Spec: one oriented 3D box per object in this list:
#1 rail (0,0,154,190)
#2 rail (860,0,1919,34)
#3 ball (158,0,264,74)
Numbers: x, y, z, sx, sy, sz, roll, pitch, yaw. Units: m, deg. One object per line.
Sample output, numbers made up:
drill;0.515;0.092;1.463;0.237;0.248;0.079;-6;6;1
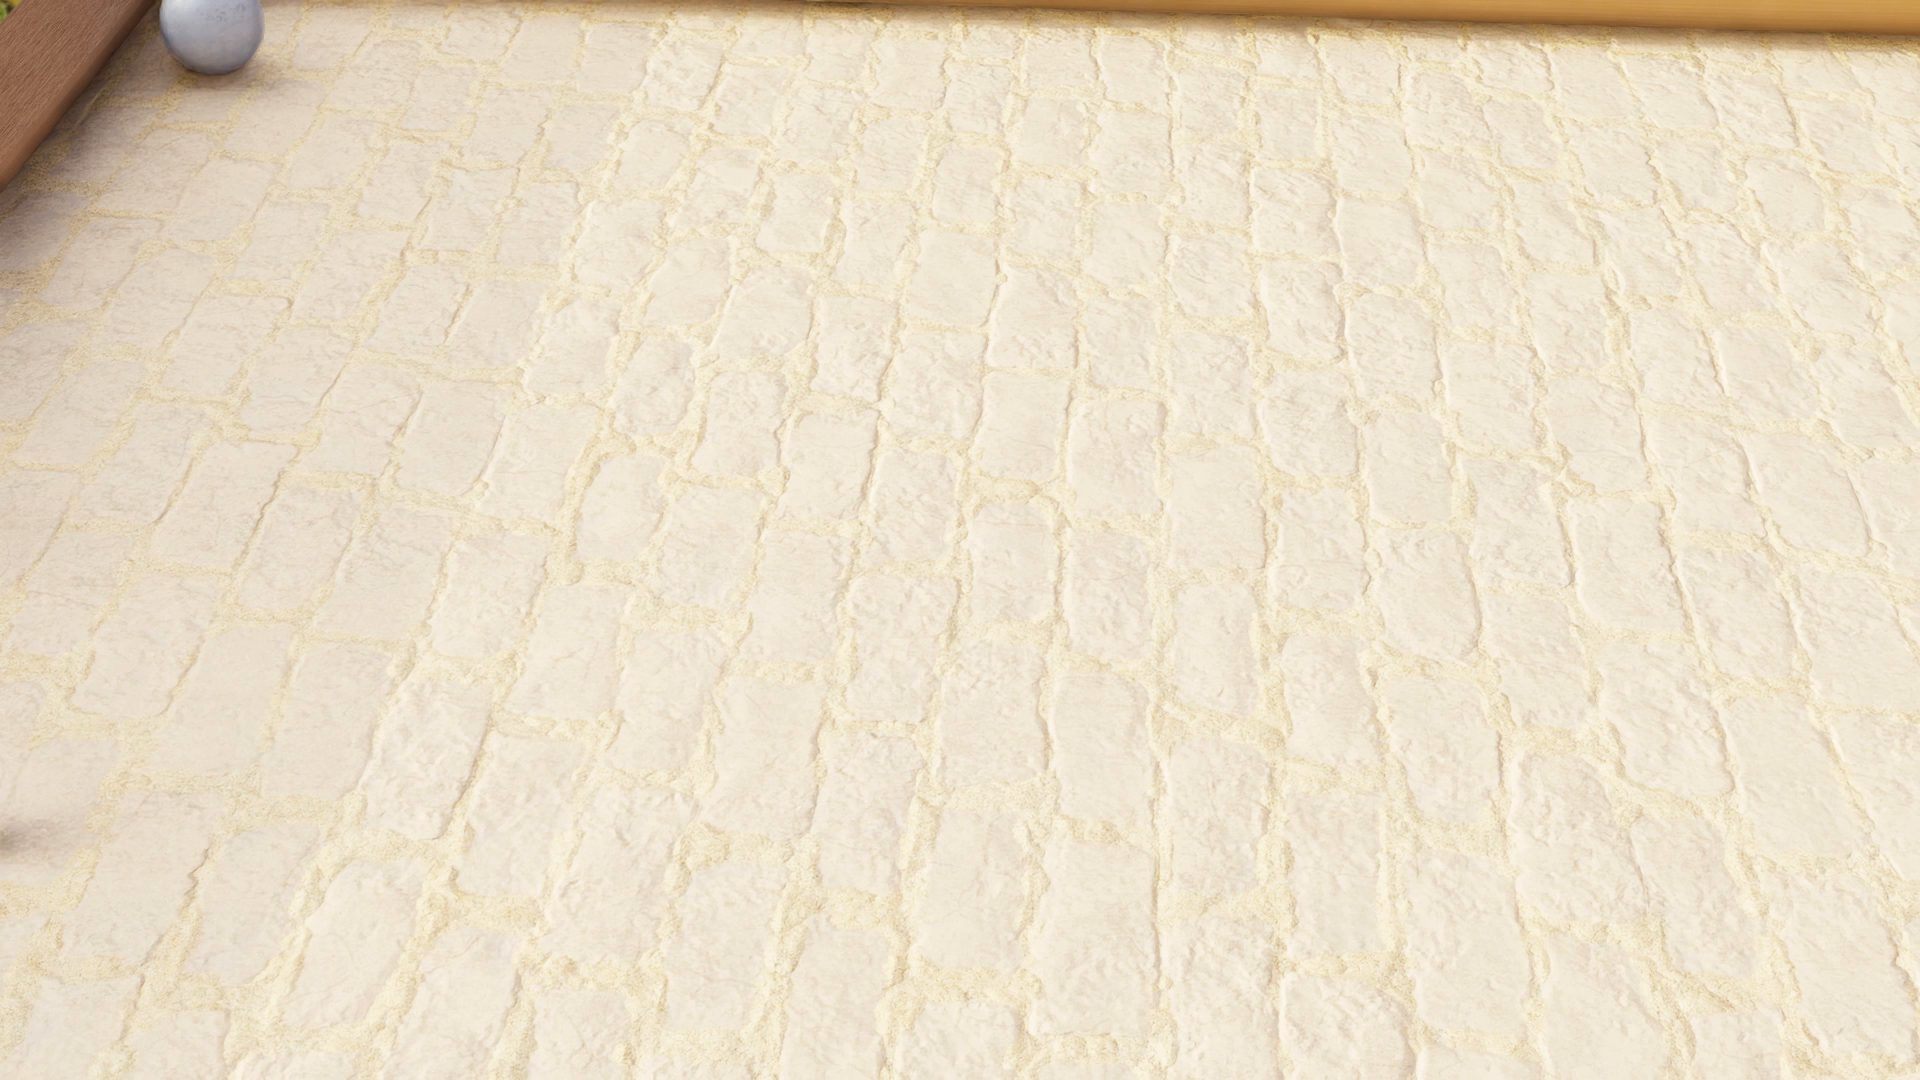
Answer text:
rail;-0.854;-0.063;1.794;0.045;0.126;1.930;3;36;4
rail;0.949;-0.532;2.452;3.521;0.126;0.045;3;36;4
ball;-0.705;-0.486;2.416;0.095;0.095;0.095;0;36;0
